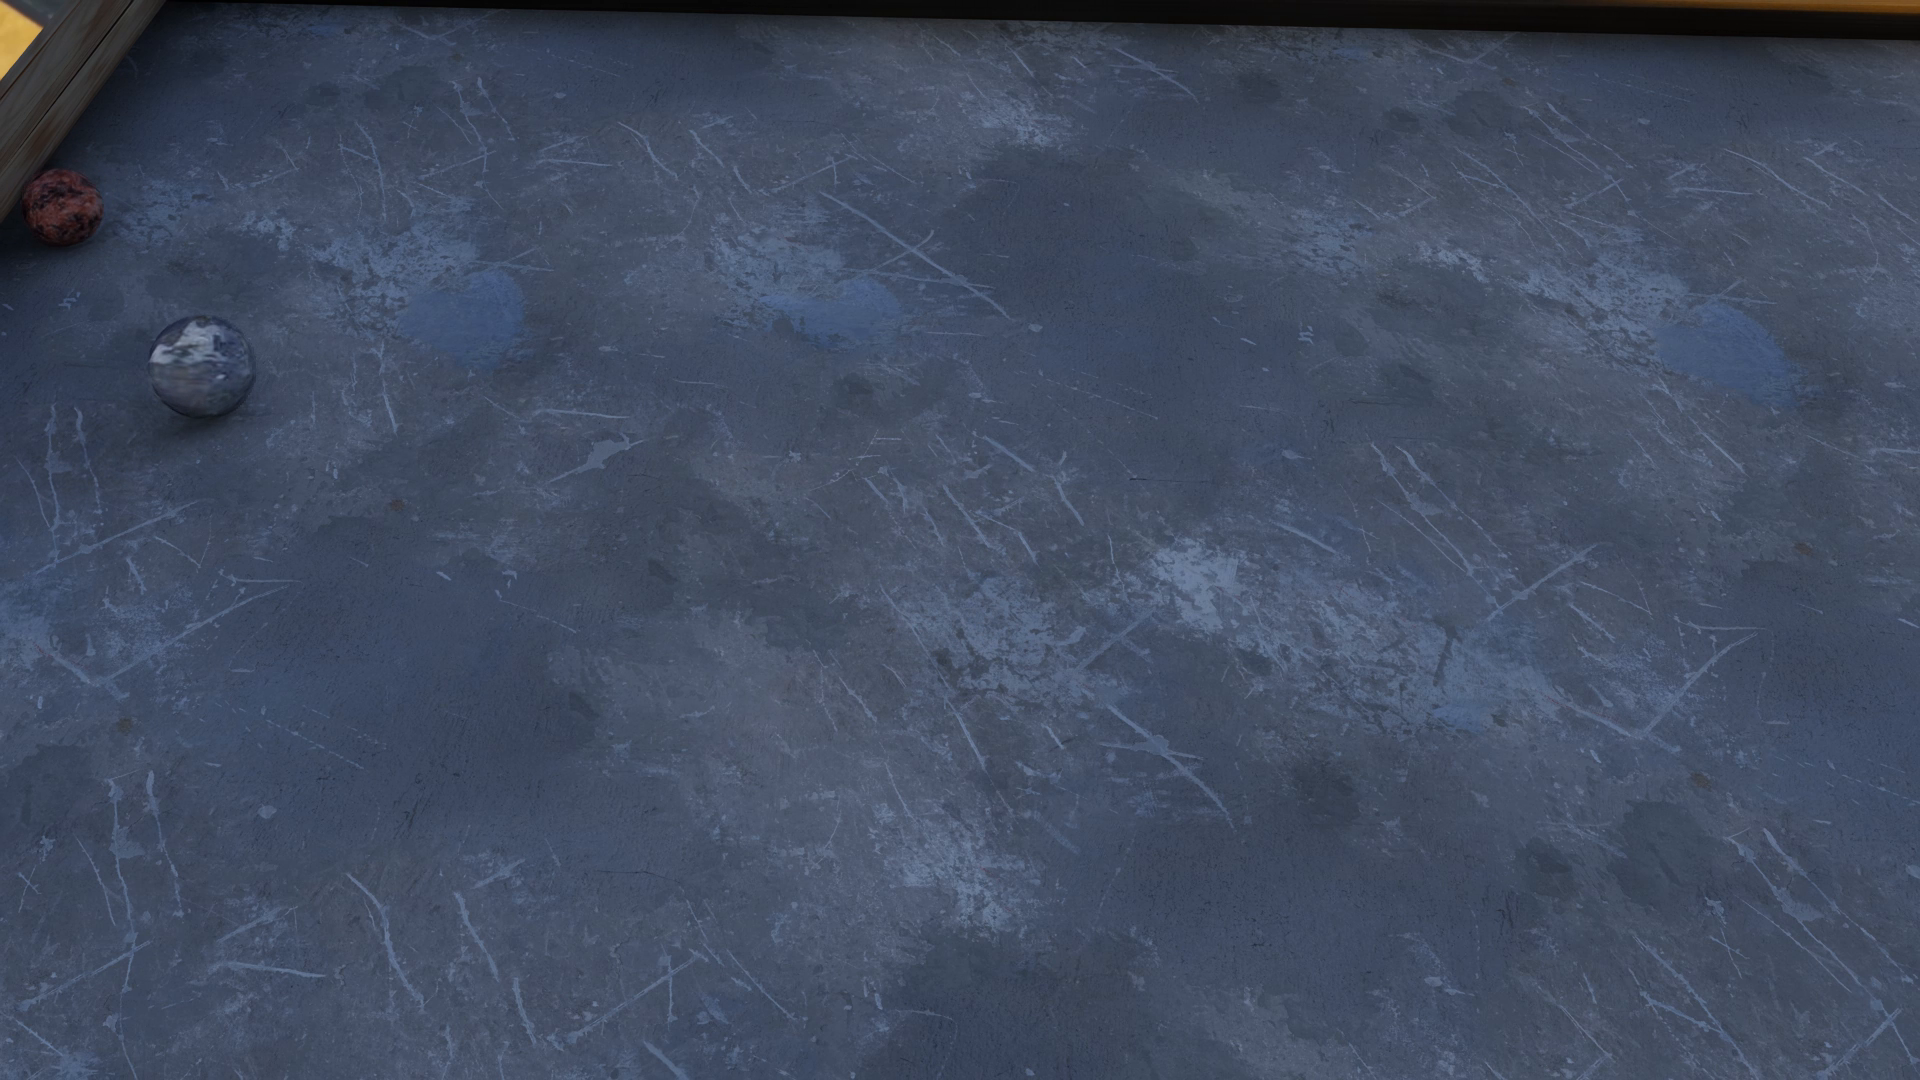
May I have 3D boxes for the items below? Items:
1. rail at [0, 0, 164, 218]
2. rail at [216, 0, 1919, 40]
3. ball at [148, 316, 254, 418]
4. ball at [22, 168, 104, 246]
[{"bbox_3d":[-0.824,-0.042,1.784,0.045,0.100,1.853,2,36,3],"label":"rail"},{"bbox_3d":[0.896,-0.515,2.443,3.397,0.100,0.045,2,36,3],"label":"rail"},{"bbox_3d":[-0.570,-0.130,1.928,0.077,0.077,0.077,0,36,0],"label":"ball"},{"bbox_3d":[-0.750,-0.278,2.145,0.065,0.065,0.065,0,36,0],"label":"ball"}]
